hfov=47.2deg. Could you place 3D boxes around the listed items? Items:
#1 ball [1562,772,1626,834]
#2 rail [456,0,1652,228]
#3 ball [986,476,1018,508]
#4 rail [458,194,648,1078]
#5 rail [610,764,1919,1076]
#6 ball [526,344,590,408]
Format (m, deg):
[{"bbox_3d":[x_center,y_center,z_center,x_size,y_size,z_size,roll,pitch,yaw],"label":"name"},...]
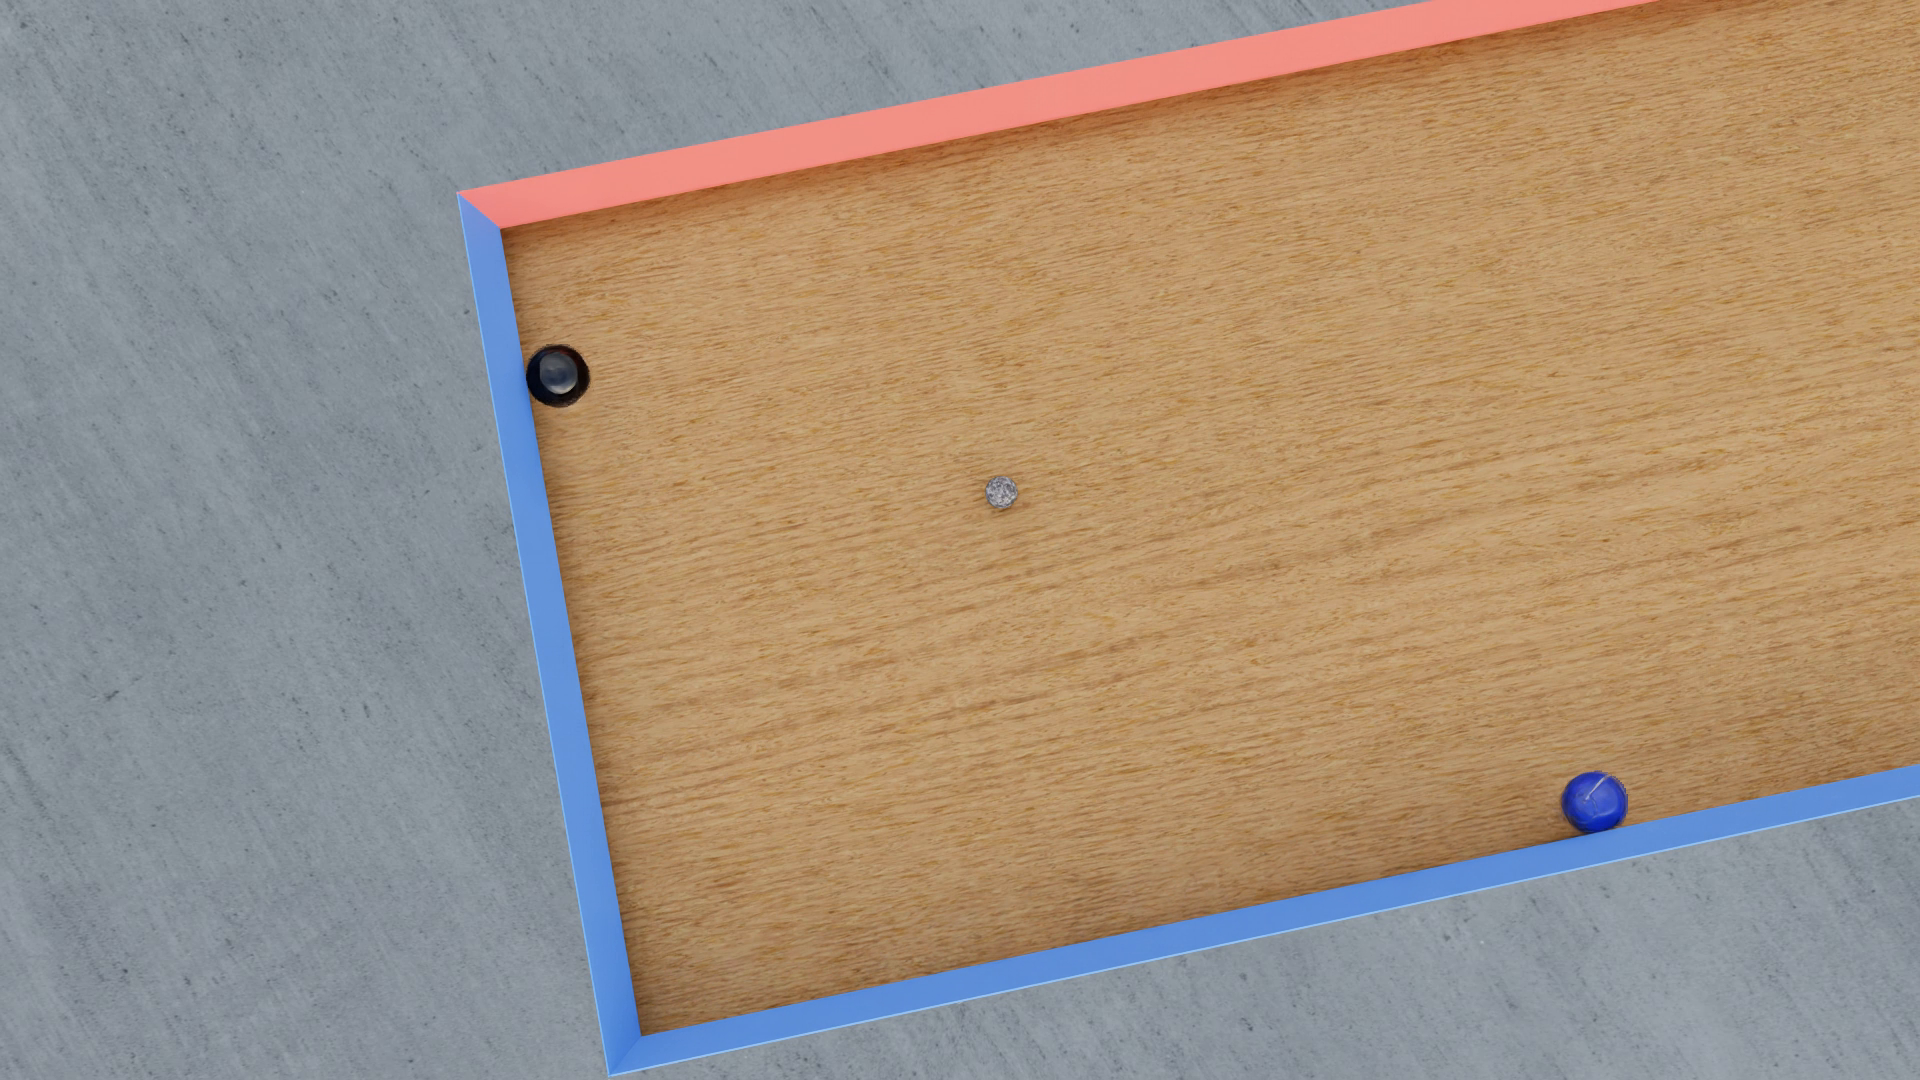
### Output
[{"bbox_3d":[0.926,0.384,3.213,0.091,0.091,0.091,0,78,0],"label":"ball"},{"bbox_3d":[0.494,-0.748,3.434,2.556,0.124,0.045,-12,78,-2],"label":"rail"},{"bbox_3d":[0.063,-0.072,3.330,0.050,0.050,0.050,0,78,0],"label":"ball"},{"bbox_3d":[-0.602,0.118,3.251,0.045,0.124,1.330,-12,78,-2],"label":"rail"},{"bbox_3d":[0.757,0.480,3.175,2.556,0.124,0.045,-12,78,-2],"label":"rail"},{"bbox_3d":[-0.611,-0.249,3.344,0.095,0.095,0.095,0,78,0],"label":"ball"}]
